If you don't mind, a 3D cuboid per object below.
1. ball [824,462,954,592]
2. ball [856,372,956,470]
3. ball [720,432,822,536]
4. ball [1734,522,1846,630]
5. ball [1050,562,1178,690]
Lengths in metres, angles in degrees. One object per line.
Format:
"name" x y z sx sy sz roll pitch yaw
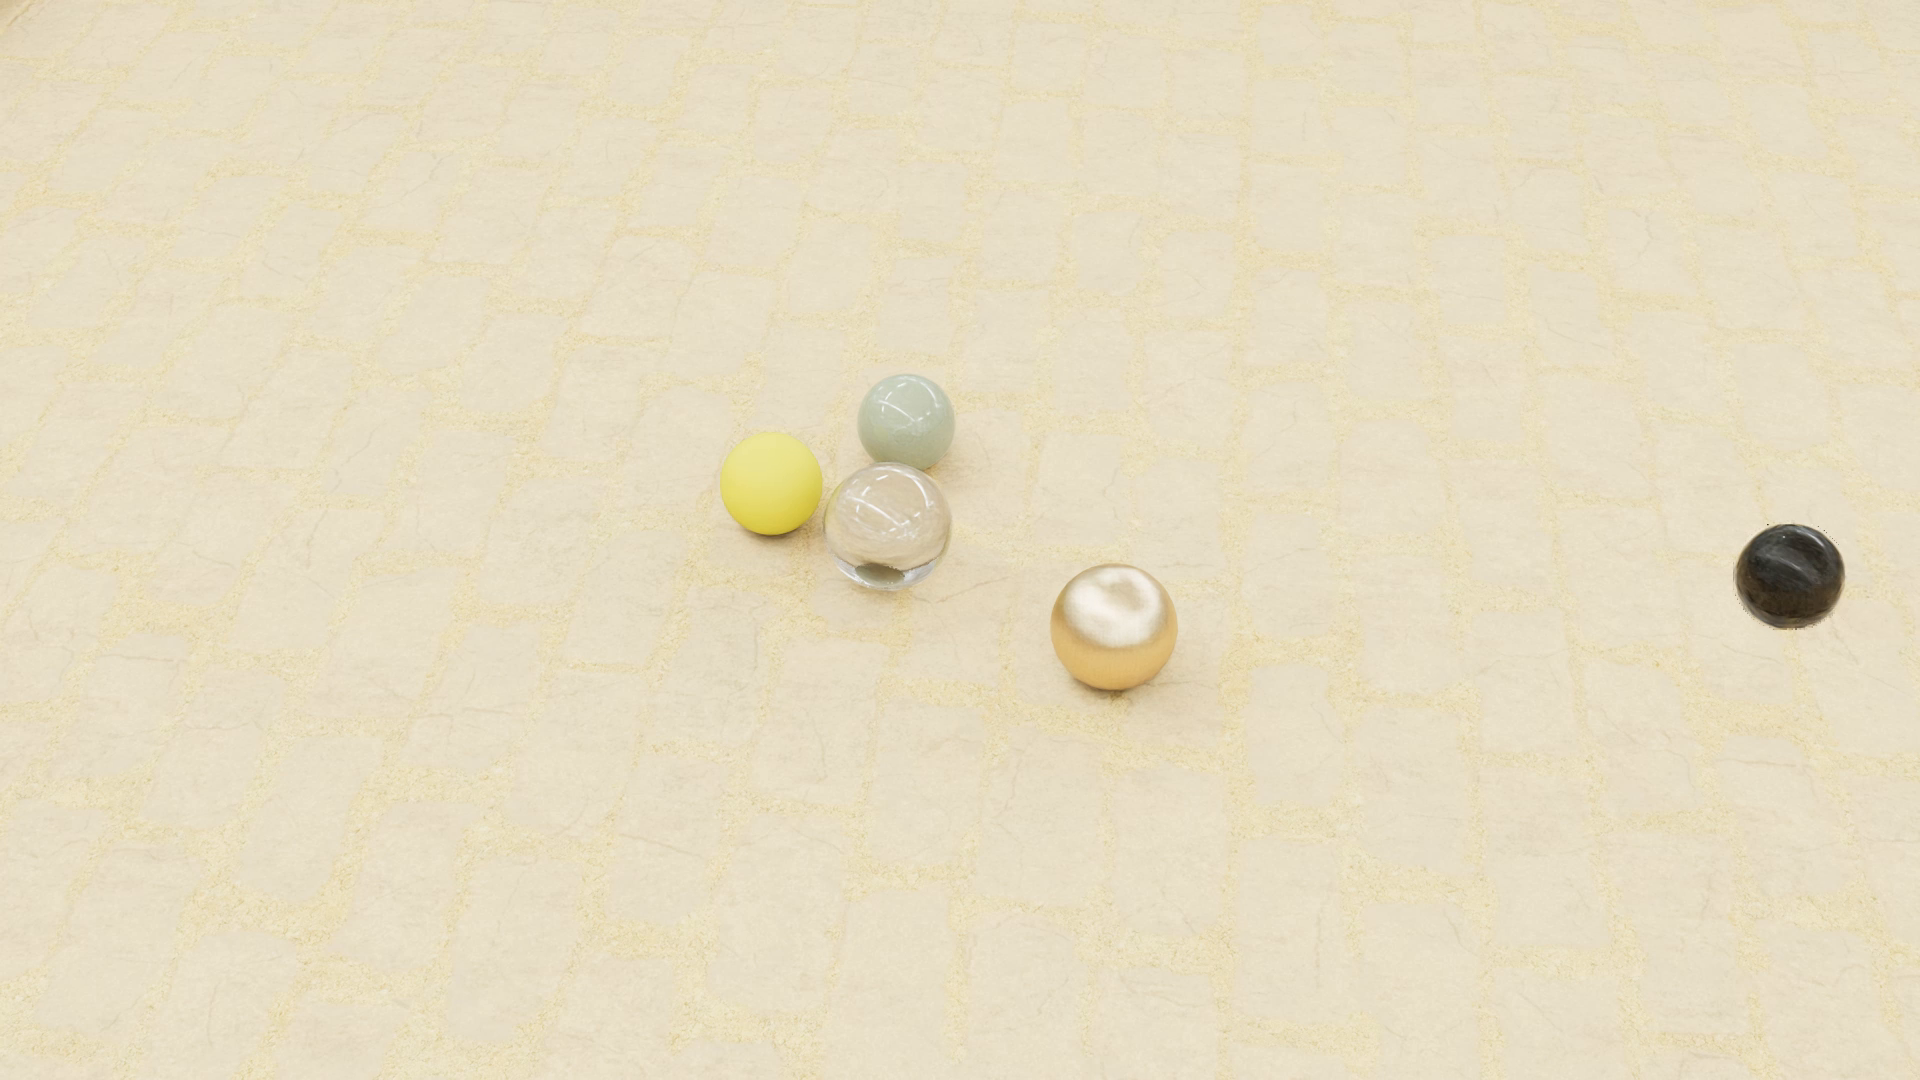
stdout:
"ball" -0.046 -0.009 1.660 0.084 0.084 0.084 0 36 0
"ball" -0.037 -0.081 1.773 0.069 0.069 0.069 0 36 0
"ball" -0.126 -0.038 1.713 0.069 0.069 0.069 0 36 0
"ball" 0.528 0.023 1.631 0.068 0.068 0.068 0 36 0
"ball" 0.095 0.053 1.579 0.079 0.079 0.079 0 36 0
